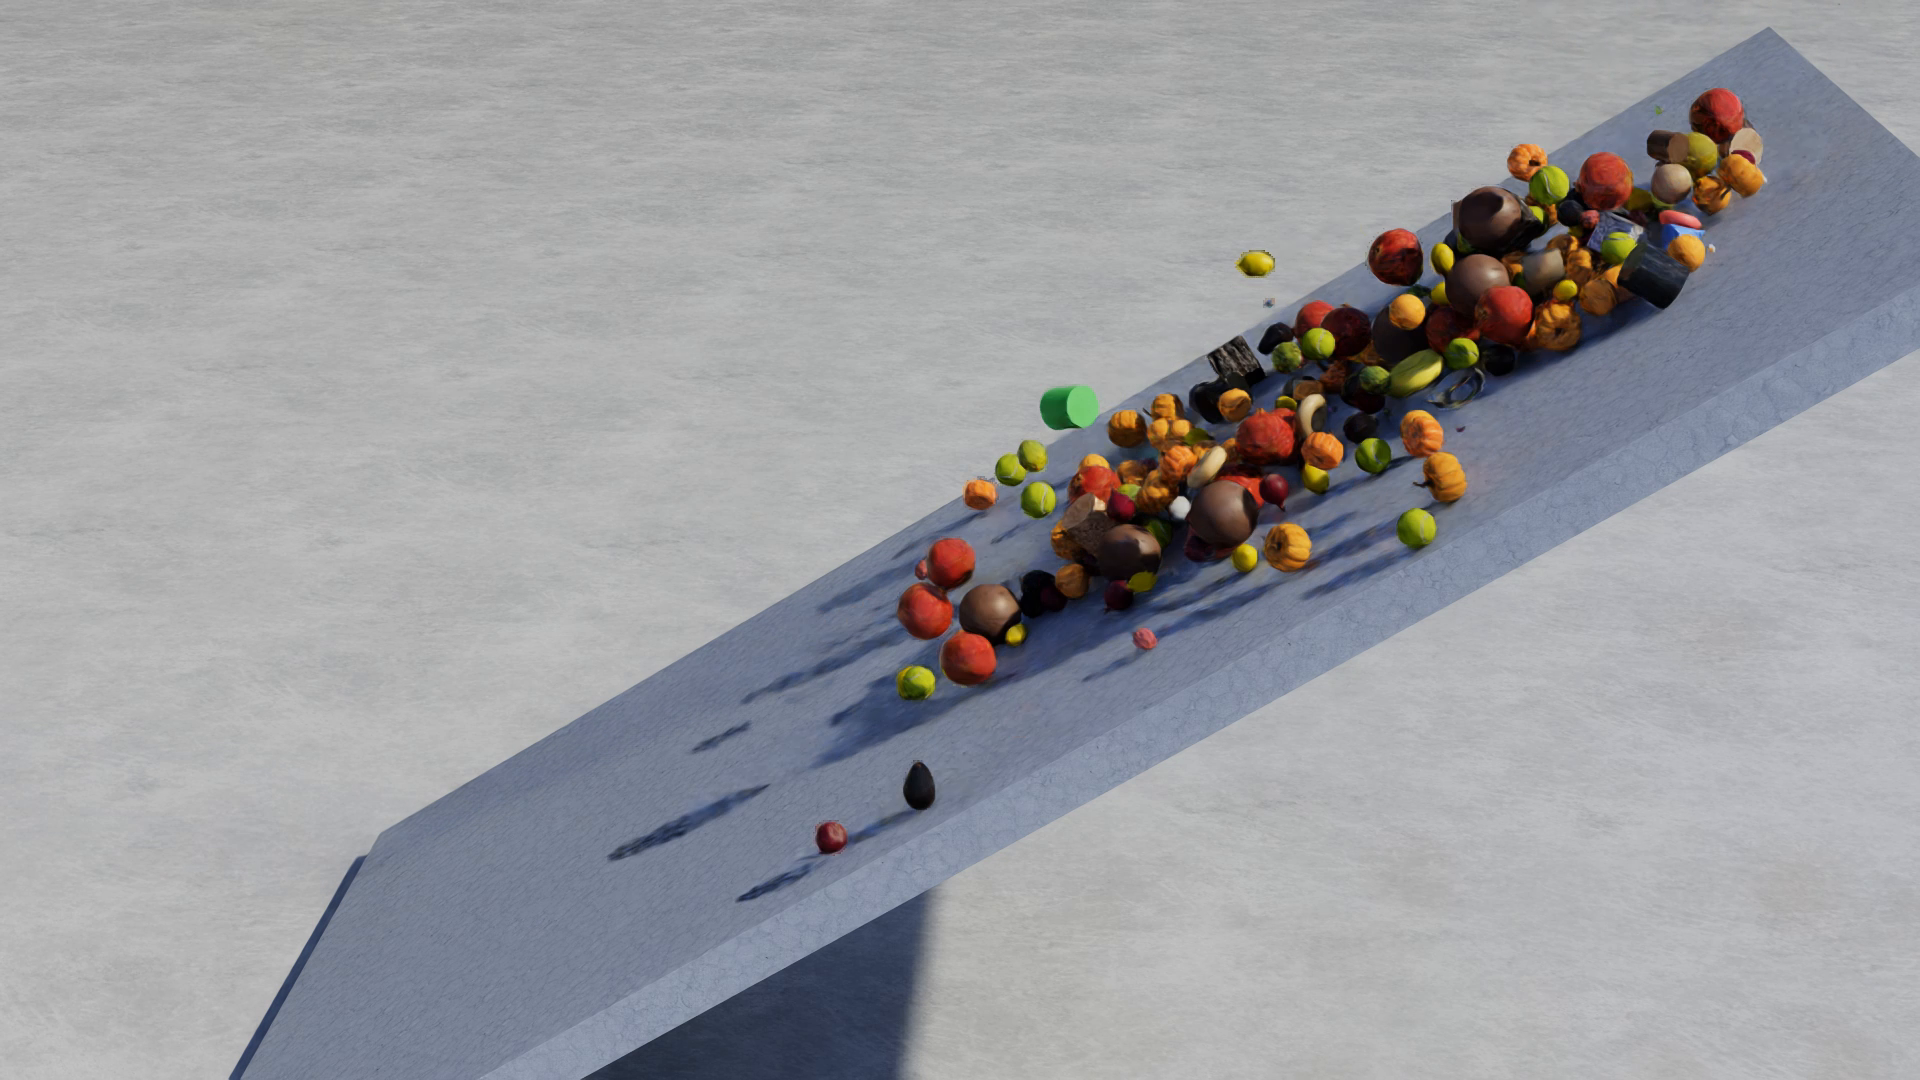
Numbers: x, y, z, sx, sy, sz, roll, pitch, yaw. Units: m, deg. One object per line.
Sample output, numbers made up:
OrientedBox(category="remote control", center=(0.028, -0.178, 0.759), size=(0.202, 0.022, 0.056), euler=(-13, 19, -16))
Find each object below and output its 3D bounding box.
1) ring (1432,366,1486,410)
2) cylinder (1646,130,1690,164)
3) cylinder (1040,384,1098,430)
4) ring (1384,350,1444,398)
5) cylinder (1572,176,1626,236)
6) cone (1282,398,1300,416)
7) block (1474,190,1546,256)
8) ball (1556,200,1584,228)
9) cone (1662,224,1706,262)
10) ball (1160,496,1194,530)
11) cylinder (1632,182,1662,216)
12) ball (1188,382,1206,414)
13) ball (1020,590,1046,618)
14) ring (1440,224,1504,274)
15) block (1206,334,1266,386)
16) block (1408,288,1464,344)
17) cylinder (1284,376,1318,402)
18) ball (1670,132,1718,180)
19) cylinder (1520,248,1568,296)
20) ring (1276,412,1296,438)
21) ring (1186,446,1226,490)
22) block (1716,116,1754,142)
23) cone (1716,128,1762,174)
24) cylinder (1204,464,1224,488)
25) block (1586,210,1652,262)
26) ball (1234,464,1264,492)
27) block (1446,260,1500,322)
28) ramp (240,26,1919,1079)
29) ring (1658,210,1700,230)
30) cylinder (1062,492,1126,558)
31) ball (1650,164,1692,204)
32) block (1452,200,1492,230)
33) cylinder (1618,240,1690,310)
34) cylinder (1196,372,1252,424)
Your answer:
OrientedBox(category="ring", center=(0.972, -0.295, 5.734), size=(0.114, 0.038, 0.114), euler=(-31, 21, 13))
OrientedBox(category="cylinder", center=(1.358, -0.755, 5.642), size=(0.057, 0.057, 0.057), euler=(-12, 22, -29))
OrientedBox(category="cylinder", center=(0.248, -0.299, 6.659), size=(0.095, 0.095, 0.095), euler=(-15, 5, -36))
OrientedBox(category="ring", center=(0.923, -0.339, 5.976), size=(0.137, 0.046, 0.137), euler=(-32, 14, 9))
OrientedBox(category="cylinder", center=(1.319, -0.688, 6.072), size=(0.090, 0.090, 0.090), euler=(-6, 64, -16))
OrientedBox(category="cone", center=(0.721, -0.283, 6.245), size=(0.053, 0.053, 0.053), euler=(-20, 26, -22))
OrientedBox(category="block", center=(1.146, -0.661, 6.138), size=(0.089, 0.089, 0.089), euler=(12, 41, -54))
OrientedBox(category="ball", center=(1.248, -0.667, 6.011), size=(0.056, 0.056, 0.056), euler=(0, 20, 0))
OrientedBox(category="cone", center=(1.418, -0.589, 5.717), size=(0.078, 0.078, 0.078), euler=(-22, 25, -13))
OrientedBox(category="ball", center=(0.445, -0.057, 6.036), size=(0.070, 0.070, 0.070), euler=(0, 20, 0))
OrientedBox(category="cylinder", center=(1.414, -0.702, 6.056), size=(0.051, 0.051, 0.051), euler=(-15, 28, 8))
OrientedBox(category="ball", center=(0.551, -0.320, 6.644), size=(0.070, 0.070, 0.070), euler=(0, 20, 0))
OrientedBox(category="ball", center=(0.151, 0.133, 6.083), size=(0.055, 0.055, 0.055), euler=(0, 20, 0))
OrientedBox(category="ring", center=(1.091, -0.613, 6.266), size=(0.133, 0.133, 0.044), euler=(3, 35, 8))
OrientedBox(category="block", center=(0.622, -0.390, 6.610), size=(0.089, 0.089, 0.089), euler=(-31, -19, 4))
OrientedBox(category="block", center=(1.000, -0.471, 6.174), size=(0.073, 0.073, 0.073), euler=(-20, 20, 42))
OrientedBox(category="cylinder", center=(0.731, -0.321, 6.304), size=(0.054, 0.054, 0.054), euler=(-14, 1, -33))
OrientedBox(category="ball", center=(1.460, -0.764, 5.850), size=(0.094, 0.094, 0.094), euler=(0, 20, 0))
OrientedBox(category="cylinder", center=(1.165, -0.536, 5.872), size=(0.079, 0.079, 0.079), euler=(-14, 18, 10))
OrientedBox(category="ring", center=(0.702, -0.243, 6.164), size=(0.089, 0.030, 0.089), euler=(-27, 19, 10))
OrientedBox(category="ring", center=(0.484, -0.142, 5.780), size=(0.034, 0.101, 0.101), euler=(41, 23, -4))
OrientedBox(category="block", center=(1.607, -0.829, 6.064), size=(0.058, 0.058, 0.058), euler=(-34, 14, 6))
OrientedBox(category="cone", center=(1.556, -0.789, 5.950), size=(0.092, 0.092, 0.092), euler=(-12, 13, -30))
OrientedBox(category="cylinder", center=(0.522, -0.140, 6.118), size=(0.051, 0.051, 0.051), euler=(3, 20, -1))
OrientedBox(category="block", center=(1.305, -0.596, 5.818), size=(0.077, 0.077, 0.077), euler=(8, 21, -47))
OrientedBox(category="ball", center=(0.588, -0.127, 5.982), size=(0.058, 0.058, 0.058), euler=(0, 20, 0))
OrientedBox(category="block", center=(1.074, -0.521, 6.156), size=(0.081, 0.081, 0.081), euler=(-29, 17, 20))
OrientedBox(category="ramp", center=(0.141, 0.169, 6.291), size=(4.000, 0.100, 2.000), euler=(-30, 15, 13))
OrientedBox(category="ring", center=(1.413, -0.626, 5.776), size=(0.083, 0.028, 0.083), euler=(16, 4, -1))
OrientedBox(category="cylinder", center=(0.272, -0.030, 5.989), size=(0.094, 0.094, 0.094), euler=(-37, 26, 22))
OrientedBox(category="ball", center=(1.406, -0.705, 5.815), size=(0.081, 0.081, 0.081), euler=(0, 20, 0))
OrientedBox(category="block", center=(1.126, -0.695, 6.445), size=(0.081, 0.081, 0.081), euler=(-2, -8, 15))
OrientedBox(category="cylinder", center=(1.302, -0.498, 5.524), size=(0.094, 0.094, 0.094), euler=(29, 18, -8))
OrientedBox(category="cylinder", center=(0.585, -0.314, 6.513), size=(0.090, 0.090, 0.090), euler=(-24, 3, 37))
